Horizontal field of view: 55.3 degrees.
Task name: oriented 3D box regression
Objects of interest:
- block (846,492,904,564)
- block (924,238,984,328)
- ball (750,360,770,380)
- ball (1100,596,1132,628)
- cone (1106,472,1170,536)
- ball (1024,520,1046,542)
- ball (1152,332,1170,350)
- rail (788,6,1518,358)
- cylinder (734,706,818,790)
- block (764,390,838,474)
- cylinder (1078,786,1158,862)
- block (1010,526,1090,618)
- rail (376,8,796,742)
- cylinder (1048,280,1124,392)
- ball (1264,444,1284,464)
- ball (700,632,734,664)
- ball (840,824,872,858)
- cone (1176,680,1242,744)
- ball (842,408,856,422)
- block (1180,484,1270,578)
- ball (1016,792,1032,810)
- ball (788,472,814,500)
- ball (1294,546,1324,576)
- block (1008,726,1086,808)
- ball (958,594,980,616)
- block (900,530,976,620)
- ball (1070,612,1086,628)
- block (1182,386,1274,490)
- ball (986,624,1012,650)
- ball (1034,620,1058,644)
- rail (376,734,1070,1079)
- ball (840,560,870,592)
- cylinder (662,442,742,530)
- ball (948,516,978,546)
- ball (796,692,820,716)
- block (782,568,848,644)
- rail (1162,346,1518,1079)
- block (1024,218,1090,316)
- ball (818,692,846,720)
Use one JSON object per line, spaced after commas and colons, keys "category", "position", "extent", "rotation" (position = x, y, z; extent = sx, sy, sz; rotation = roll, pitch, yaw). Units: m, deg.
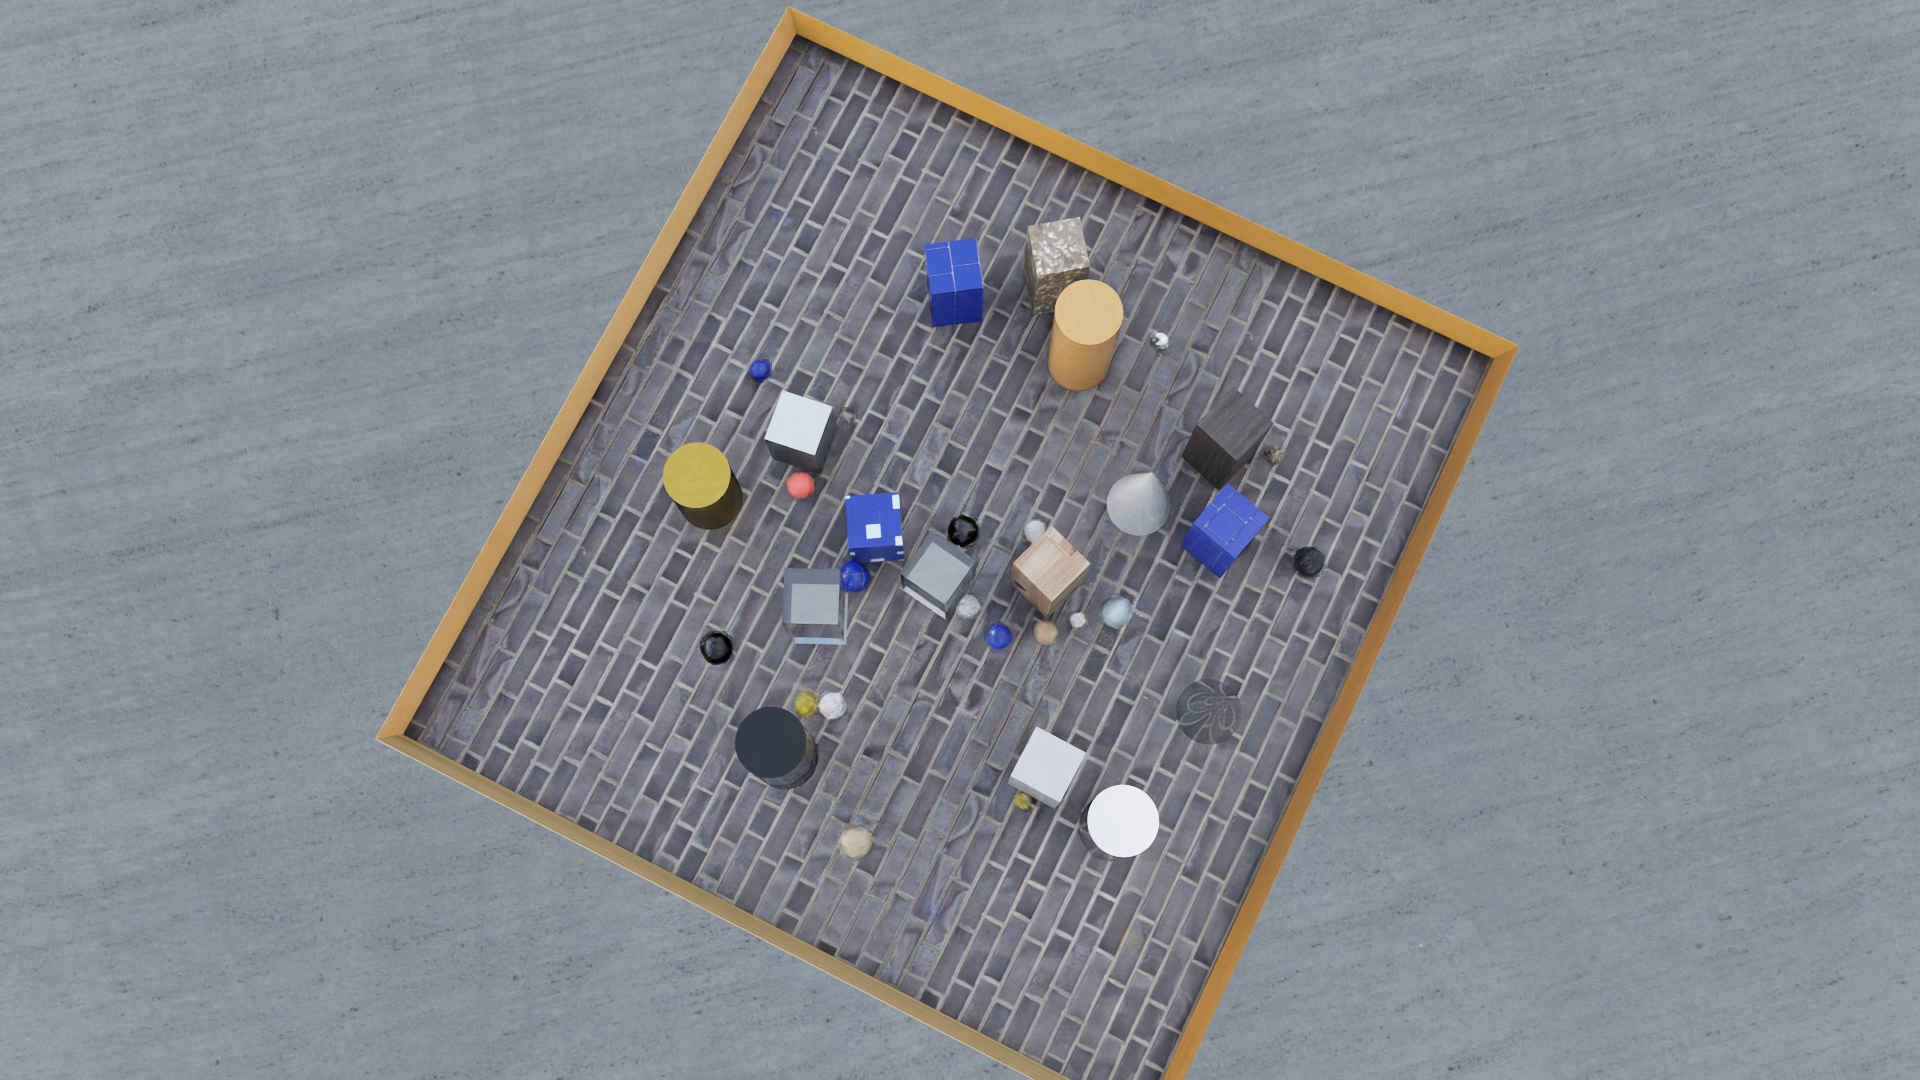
{"category": "block", "position": [-0.254, -0.034, 5.503], "extent": [0.158, 0.237, 0.158], "rotation": [-4, 78, -1]}
{"category": "block", "position": [-0.017, -0.786, 5.621], "extent": [0.158, 0.310, 0.158], "rotation": [-8, 78, -2]}
{"category": "ball", "position": [-0.620, -0.527, 5.692], "extent": [0.065, 0.065, 0.065], "rotation": [0, 78, 0]}
{"category": "ball", "position": [0.472, 0.216, 5.522], "extent": [0.098, 0.098, 0.098], "rotation": [0, 78, 0]}
{"category": "cone", "position": [0.550, -0.152, 5.436], "extent": [0.197, 0.415, 0.197], "rotation": [0, 78, 0]}
{"category": "ball", "position": [0.230, -0.025, 5.588], "extent": [0.067, 0.067, 0.067], "rotation": [0, 78, 0]}
{"category": "ball", "position": [0.627, -0.622, 5.716], "extent": [0.058, 0.058, 0.058], "rotation": [0, 78, 0]}
{"category": "rail", "position": [0.573, -1.115, 5.781], "extent": [2.527, 0.128, 0.045], "rotation": [26, 80, 5]}
{"category": "cylinder", "position": [-0.522, 0.602, 5.265], "extent": [0.197, 0.444, 0.197], "rotation": [0, 78, 0]}
{"category": "block", "position": [-0.480, -0.324, 5.559], "extent": [0.158, 0.243, 0.158], "rotation": [18, 79, 4]}
{"category": "cylinder", "position": [0.450, 0.814, 5.246], "extent": [0.197, 0.396, 0.197], "rotation": [0, 78, 0]}
{"category": "block", "position": [0.264, 0.099, 5.436], "extent": [0.158, 0.313, 0.158], "rotation": [-44, 82, -8]}
{"category": "rail", "position": [-1.109, -0.536, 5.661], "extent": [0.045, 0.128, 2.609], "rotation": [26, 80, 5]}
{"category": "cylinder", "position": [0.371, -0.608, 5.503], "extent": [0.197, 0.470, 0.197], "rotation": [0, 78, 0]}
{"category": "ball", "position": [0.967, -0.264, 5.640], "extent": [0.060, 0.060, 0.060], "rotation": [0, 78, 0]}
{"category": "ball", "position": [-0.729, 0.326, 5.500], "extent": [0.097, 0.097, 0.097], "rotation": [0, 78, 0]}
{"category": "ball", "position": [-0.306, 0.886, 5.383], "extent": [0.099, 0.099, 0.099], "rotation": [0, 78, 0]}
{"category": "cone", "position": [0.748, 0.482, 5.343], "extent": [0.197, 0.341, 0.197], "rotation": [0, 78, 0]}
{"category": "ball", "position": [-0.345, -0.386, 5.675], "extent": [0.043, 0.043, 0.043], "rotation": [0, 78, 0]}
{"category": "block", "position": [0.786, -0.024, 5.458], "extent": [0.158, 0.321, 0.158], "rotation": [40, 81, 8]}
{"category": "ball", "position": [0.188, 0.774, 5.432], "extent": [0.048, 0.048, 0.048], "rotation": [0, 78, 0]}
{"category": "ball", "position": [-0.486, -0.167, 5.609], "extent": [0.083, 0.083, 0.083], "rotation": [0, 78, 0]}
{"category": "ball", "position": [1.058, 0.064, 5.557], "extent": [0.091, 0.091, 0.091], "rotation": [0, 78, 0]}
{"category": "block", "position": [0.249, 0.664, 5.321], "extent": [0.158, 0.309, 0.158], "rotation": [28, 80, 5]}
{"category": "ball", "position": [0.026, 0.199, 5.541], "extent": [0.067, 0.067, 0.067], "rotation": [0, 78, 0]}
{"category": "block", "position": [-0.063, 0.106, 5.454], "extent": [0.158, 0.275, 0.158], "rotation": [34, 80, 7]}
{"category": "ball", "position": [0.355, 0.242, 5.542], "extent": [0.048, 0.048, 0.048], "rotation": [0, 78, 0]}
{"category": "block", "position": [0.796, -0.299, 5.486], "extent": [0.158, 0.376, 0.158], "rotation": [44, 82, 8]}
{"category": "ball", "position": [0.117, 0.290, 5.517], "extent": [0.078, 0.078, 0.078], "rotation": [0, 78, 0]}
{"category": "ball", "position": [0.257, 0.277, 5.522], "extent": [0.074, 0.074, 0.074], "rotation": [0, 78, 0]}
{"category": "rail", "position": [-0.573, 1.129, 5.316], "extent": [2.527, 0.128, 0.045], "rotation": [26, 80, 5]}
{"category": "ball", "position": [-0.320, 0.110, 5.545], "extent": [0.096, 0.096, 0.096], "rotation": [0, 78, 0]}
{"category": "cylinder", "position": [-0.768, -0.159, 5.495], "extent": [0.197, 0.303, 0.197], "rotation": [0, 78, 0]}
{"category": "ball", "position": [0.009, -0.028, 5.574], "extent": [0.094, 0.094, 0.094], "rotation": [0, 78, 0]}
{"category": "ball", "position": [-0.457, 0.493, 5.478], "extent": [0.071, 0.071, 0.071], "rotation": [0, 78, 0]}
{"category": "block", "position": [-0.421, 0.199, 5.376], "extent": [0.158, 0.390, 0.158], "rotation": [1, 78, 0]}
{"category": "rail", "position": [1.109, 0.550, 5.436], "extent": [0.045, 0.128, 2.609], "rotation": [26, 80, 5]}
{"category": "block", "position": [0.292, -0.833, 5.603], "extent": [0.158, 0.364, 0.158], "rotation": [-10, 78, -2]}
{"category": "ball", "position": [-0.381, 0.495, 5.473], "extent": [0.081, 0.081, 0.081], "rotation": [0, 78, 0]}
